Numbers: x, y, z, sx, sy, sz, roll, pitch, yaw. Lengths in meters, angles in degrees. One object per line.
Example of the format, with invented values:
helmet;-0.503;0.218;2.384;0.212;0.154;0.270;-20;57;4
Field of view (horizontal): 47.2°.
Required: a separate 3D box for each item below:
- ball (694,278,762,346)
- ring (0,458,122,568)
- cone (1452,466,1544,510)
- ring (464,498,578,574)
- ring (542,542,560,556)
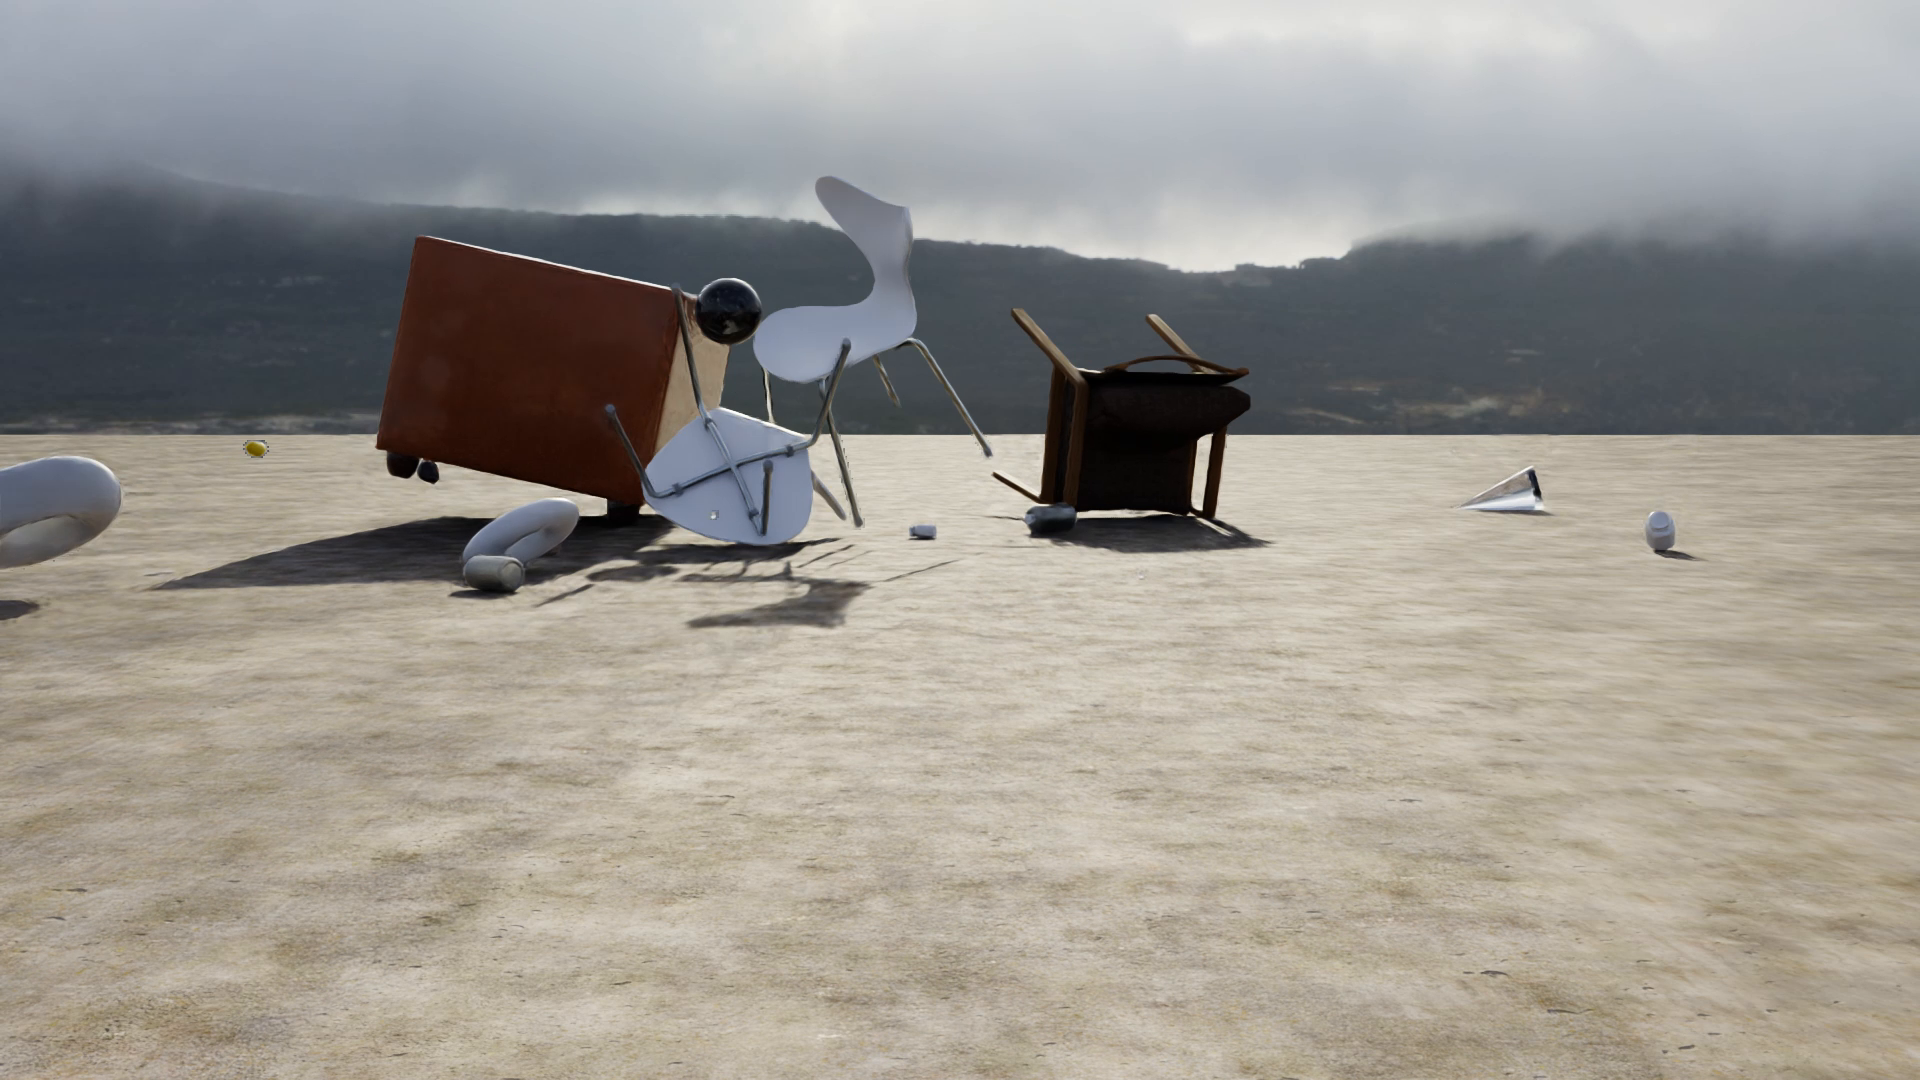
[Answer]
ball;-0.728;-0.719;6.919;0.212;0.212;0.212;0;4;0
ring;-2.017;-0.058;4.778;0.386;0.144;0.244;-21;-24;-12
cone;1.981;-0.152;8.154;0.322;0.173;0.181;-15;9;11
ring;-1.076;-0.009;5.399;0.358;0.072;0.218;-25;-21;-48
ring;-1.149;0.018;5.939;0.149;0.049;0.125;3;6;31
